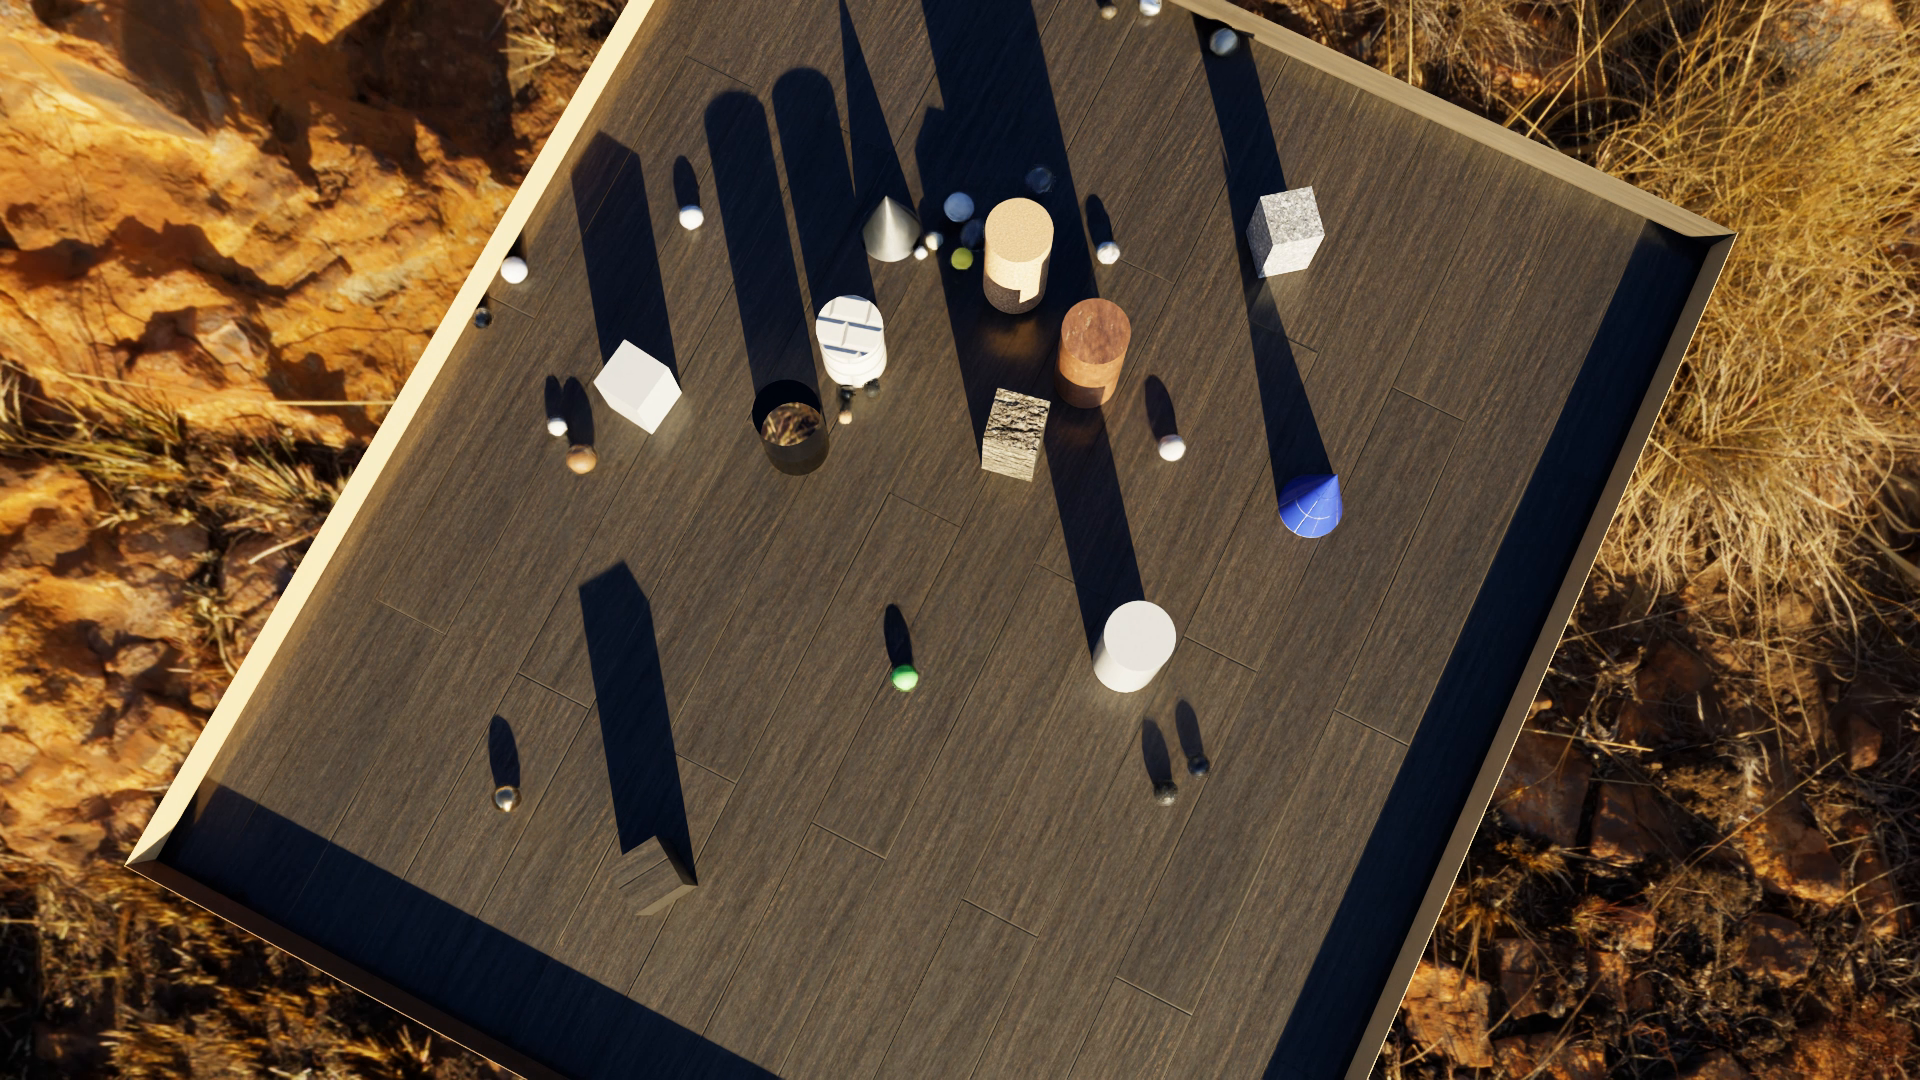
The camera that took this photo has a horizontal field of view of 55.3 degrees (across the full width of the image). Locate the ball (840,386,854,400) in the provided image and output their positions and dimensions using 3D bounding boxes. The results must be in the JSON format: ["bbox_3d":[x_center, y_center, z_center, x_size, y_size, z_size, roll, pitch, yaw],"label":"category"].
[{"bbox_3d":[-0.349,-0.459,5.690,0.043,0.043,0.043,0,78,0],"label":"ball"}]

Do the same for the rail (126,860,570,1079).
[{"bbox_3d":[-0.859,1.689,5.200,3.454,0.130,0.045,26,80,5],"label":"rail"}]

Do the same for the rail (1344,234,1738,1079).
[{"bbox_3d":[1.523,0.753,5.394,0.045,0.130,3.888,26,80,5],"label":"rail"}]

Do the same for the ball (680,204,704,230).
[{"bbox_3d":[-0.849,-1.020,5.789,0.076,0.076,0.076,0,78,0],"label":"ball"}]

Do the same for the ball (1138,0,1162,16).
[{"bbox_3d":[0.616,-1.734,5.938,0.073,0.073,0.073,0,78,0],"label":"ball"}]

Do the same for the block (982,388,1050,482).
[{"bbox_3d":[0.165,-0.312,5.498,0.160,0.358,0.160,15,79,3],"label":"block"}]

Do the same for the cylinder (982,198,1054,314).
[{"bbox_3d":[0.172,-0.855,5.559,0.200,0.460,0.200,0,78,0],"label":"cylinder"}]

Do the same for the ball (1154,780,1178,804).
[{"bbox_3d":[0.609,0.746,5.424,0.074,0.074,0.074,0,78,0],"label":"ball"}]

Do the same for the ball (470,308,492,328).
[{"bbox_3d":[-1.496,-0.693,5.727,0.066,0.066,0.066,0,78,0],"label":"ball"}]

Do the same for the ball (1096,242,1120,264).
[{"bbox_3d":[0.464,-0.903,5.767,0.072,0.072,0.072,0,78,0],"label":"ball"}]

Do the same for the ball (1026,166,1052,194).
[{"bbox_3d":[0.251,-1.144,5.810,0.086,0.086,0.086,0,78,0],"label":"ball"}]

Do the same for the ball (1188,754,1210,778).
[{"bbox_3d":[0.709,0.671,5.443,0.067,0.067,0.067,0,78,0],"label":"ball"}]

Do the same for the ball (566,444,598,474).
[{"bbox_3d":[-1.160,-0.250,5.622,0.092,0.092,0.092,0,78,0],"label":"ball"}]

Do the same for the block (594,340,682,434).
[{"bbox_3d":[-0.978,-0.463,5.575,0.160,0.270,0.160,33,80,6],"label":"block"}]

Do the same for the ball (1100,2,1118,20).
[{"bbox_3d":[0.482,-1.718,5.944,0.056,0.056,0.056,0,78,0],"label":"ball"}]

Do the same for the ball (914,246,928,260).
[{"bbox_3d":[-0.125,-0.906,5.783,0.041,0.041,0.041,0,78,0],"label":"ball"}]

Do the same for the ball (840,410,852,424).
[{"bbox_3d":[-0.353,-0.380,5.674,0.041,0.041,0.041,0,78,0],"label":"ball"}]

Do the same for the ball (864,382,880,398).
[{"bbox_3d":[-0.272,-0.468,5.688,0.050,0.050,0.050,0,78,0],"label":"ball"}]

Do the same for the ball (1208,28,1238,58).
[{"bbox_3d":[0.848,-1.603,5.901,0.093,0.093,0.093,0,78,0],"label":"ball"}]

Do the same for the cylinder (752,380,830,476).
[{"bbox_3d":[-0.504,-0.333,5.497,0.200,0.369,0.200,0,78,0],"label":"cylinder"}]

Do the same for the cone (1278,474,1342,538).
[{"bbox_3d":[1.078,-0.147,5.438,0.200,0.409,0.200,0,78,0],"label":"cone"}]

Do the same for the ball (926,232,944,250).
[{"bbox_3d":[-0.081,-0.946,5.784,0.055,0.055,0.055,0,78,0],"label":"ball"}]

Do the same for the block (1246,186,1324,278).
[{"bbox_3d":[1.002,-0.948,5.666,0.160,0.288,0.160,-12,79,-2],"label":"block"}]

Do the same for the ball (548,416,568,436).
[{"bbox_3d":[-1.244,-0.352,5.659,0.059,0.059,0.059,0,78,0],"label":"ball"}]

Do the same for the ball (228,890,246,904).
[{"bbox_3d":[-2.121,1.053,5.375,0.047,0.047,0.047,0,78,0],"label":"ball"}]

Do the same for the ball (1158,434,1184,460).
[{"bbox_3d":[0.649,-0.284,5.633,0.082,0.082,0.082,0,78,0],"label":"ball"}]

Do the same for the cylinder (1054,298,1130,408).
[{"bbox_3d":[0.391,-0.553,5.495,0.200,0.463,0.200,0,78,0],"label":"cylinder"}]

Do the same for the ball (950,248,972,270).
[{"bbox_3d":[0.006,-0.883,5.764,0.070,0.070,0.070,0,78,0],"label":"ball"}]

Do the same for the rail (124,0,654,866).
[{"bbox_3d":[-1.523,-0.739,5.702,0.045,0.130,3.888,26,80,5],"label":"rail"}]

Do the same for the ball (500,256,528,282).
[{"bbox_3d":[-1.398,-0.849,5.750,0.083,0.083,0.083,0,78,0],"label":"ball"}]

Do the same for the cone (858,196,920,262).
[{"bbox_3d":[-0.223,-1.009,5.671,0.200,0.302,0.200,0,78,0],"label":"cone"}]

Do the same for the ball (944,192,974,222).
[{"bbox_3d":[-0.004,-1.050,5.786,0.095,0.095,0.095,0,78,0],"label":"ball"}]

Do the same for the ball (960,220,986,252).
[{"bbox_3d":[0.048,-0.957,5.764,0.100,0.100,0.100,0,78,0],"label":"ball"}]

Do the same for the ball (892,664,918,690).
[{"bbox_3d":[-0.165,0.410,5.493,0.076,0.076,0.076,0,78,0],"label":"ball"}]

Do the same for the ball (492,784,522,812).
[{"bbox_3d":[-1.340,0.763,5.416,0.084,0.084,0.084,0,78,0],"label":"ball"}]

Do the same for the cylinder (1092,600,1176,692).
[{"bbox_3d":[0.499,0.314,5.314,0.200,0.466,0.200,0,78,0],"label":"cylinder"}]

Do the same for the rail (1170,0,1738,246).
[{"bbox_3d":[0.859,-1.675,5.896,3.454,0.130,0.045,26,80,5],"label":"rail"}]

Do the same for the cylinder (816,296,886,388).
[{"bbox_3d":[-0.328,-0.602,5.588,0.200,0.300,0.200,0,78,0],"label":"cylinder"}]

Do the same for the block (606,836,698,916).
[{"bbox_3d":[-0.883,0.967,5.269,0.160,0.288,0.160,-31,80,-6],"label":"block"}]
